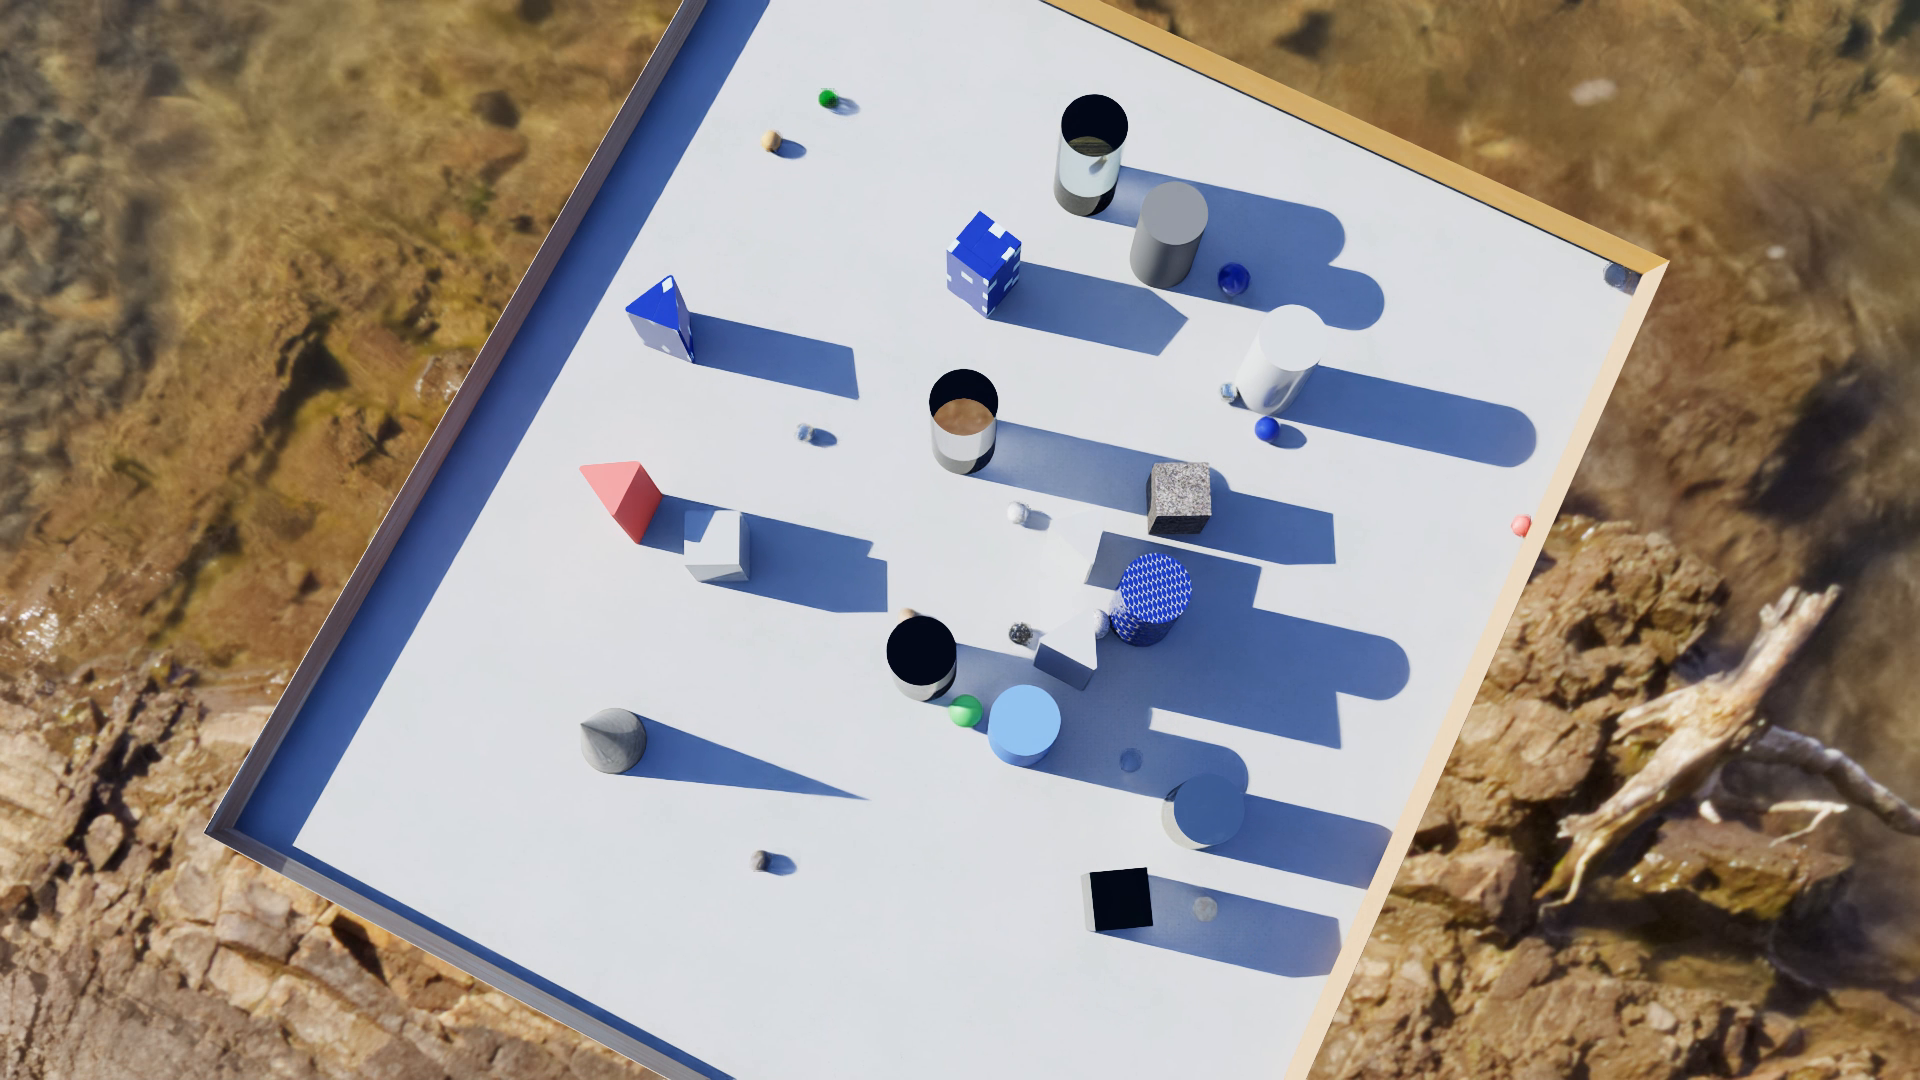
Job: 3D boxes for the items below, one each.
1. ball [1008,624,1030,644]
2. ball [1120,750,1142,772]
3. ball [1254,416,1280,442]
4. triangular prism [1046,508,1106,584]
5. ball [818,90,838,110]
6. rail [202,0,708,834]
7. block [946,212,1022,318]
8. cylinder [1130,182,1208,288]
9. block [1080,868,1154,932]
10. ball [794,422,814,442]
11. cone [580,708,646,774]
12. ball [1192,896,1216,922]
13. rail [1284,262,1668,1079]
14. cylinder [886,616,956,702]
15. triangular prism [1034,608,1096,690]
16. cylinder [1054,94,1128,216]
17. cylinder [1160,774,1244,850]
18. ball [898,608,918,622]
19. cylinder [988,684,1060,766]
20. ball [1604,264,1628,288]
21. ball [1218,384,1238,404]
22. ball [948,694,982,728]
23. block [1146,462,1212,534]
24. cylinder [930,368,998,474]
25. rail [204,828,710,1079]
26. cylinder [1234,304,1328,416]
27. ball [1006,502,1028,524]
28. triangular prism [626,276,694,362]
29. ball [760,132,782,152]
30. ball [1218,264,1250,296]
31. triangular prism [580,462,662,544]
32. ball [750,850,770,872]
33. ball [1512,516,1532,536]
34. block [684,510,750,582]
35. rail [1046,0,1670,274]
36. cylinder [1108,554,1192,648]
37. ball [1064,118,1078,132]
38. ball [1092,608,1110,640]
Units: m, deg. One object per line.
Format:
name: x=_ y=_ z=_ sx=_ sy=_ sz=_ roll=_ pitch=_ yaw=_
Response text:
ball: x=0.179 y=0.284 z=5.525 sx=0.065 sy=0.065 sz=0.065 roll=0 pitch=78 yaw=0
ball: x=0.507 y=0.658 z=5.447 sx=0.066 sy=0.066 sz=0.066 roll=0 pitch=78 yaw=0
ball: x=0.945 y=-0.341 z=5.647 sx=0.079 sy=0.079 sz=0.079 roll=0 pitch=78 yaw=0
triangular prism: x=0.373 y=-0.010 z=5.458 sx=0.149 sy=0.315 sz=0.173 roll=-44 pitch=82 yaw=-8
ball: x=-0.423 y=-1.414 z=5.878 sx=0.061 sy=0.061 sz=0.061 roll=0 pitch=78 yaw=0
rail: x=-1.385 y=-0.671 z=5.688 sx=0.045 sy=0.129 sz=3.528 roll=26 pitch=80 yaw=5
block: x=0.071 y=-0.839 z=5.615 sx=0.159 sy=0.343 sz=0.159 roll=38 pitch=81 yaw=7
cylinder: x=0.636 y=-0.929 z=5.612 sx=0.199 sy=0.385 sz=0.199 roll=0 pitch=78 yaw=0
block: x=0.442 y=1.023 z=5.210 sx=0.159 sy=0.381 sz=0.159 roll=-5 pitch=78 yaw=-1
ball: x=-0.481 y=-0.333 z=5.655 sx=0.059 sy=0.059 sz=0.059 roll=0 pitch=78 yaw=0
cone: x=-1.038 y=0.552 z=5.249 sx=0.199 sy=0.497 sz=0.199 roll=0 pitch=78 yaw=0
ball: x=0.714 y=1.077 z=5.357 sx=0.073 sy=0.073 sz=0.073 roll=0 pitch=78 yaw=0
rail: x=1.385 y=0.685 z=5.408 sx=0.045 sy=0.129 sz=3.528 roll=26 pitch=80 yaw=5
cylinder: x=-0.109 y=0.351 z=5.352 sx=0.199 sy=0.376 sz=0.199 roll=0 pitch=78 yaw=0
triangular prism: x=0.331 y=0.301 z=5.304 sx=0.173 sy=0.490 sz=0.149 roll=27 pitch=80 yaw=5
cylinder: x=0.396 y=-1.174 z=5.623 sx=0.199 sy=0.464 sz=0.199 roll=0 pitch=78 yaw=0
cylinder: x=0.696 y=0.786 z=5.285 sx=0.199 sy=0.331 sz=0.199 roll=0 pitch=78 yaw=0
ball: x=-0.155 y=0.238 z=5.535 sx=0.063 sy=0.063 sz=0.063 roll=0 pitch=78 yaw=0
cylinder: x=0.182 y=0.542 z=5.315 sx=0.199 sy=0.371 sz=0.199 roll=0 pitch=78 yaw=0
ball: x=2.059 y=-0.830 z=5.752 sx=0.073 sy=0.073 sz=0.073 roll=0 pitch=78 yaw=0
ball: x=0.831 y=-0.455 z=5.679 sx=0.062 sy=0.062 sz=0.062 roll=0 pitch=78 yaw=0
ball: x=0.016 y=0.510 z=5.460 sx=0.099 sy=0.099 sz=0.099 roll=0 pitch=78 yaw=0
block: x=0.654 y=-0.123 z=5.507 sx=0.159 sy=0.265 sz=0.159 roll=-1 pitch=78 yaw=0
cylinder: x=0.011 y=-0.346 z=5.452 sx=0.199 sy=0.463 sz=0.199 roll=0 pitch=78 yaw=0
rail: x=-0.778 y=1.531 z=5.233 sx=3.144 sy=0.129 sz=0.045 roll=26 pitch=80 yaw=5
cylinder: x=0.956 y=-0.533 z=5.488 sx=0.199 sy=0.469 sz=0.199 roll=0 pitch=78 yaw=0
ball: x=0.175 y=-0.081 z=5.600 sx=0.065 sy=0.065 sz=0.065 roll=0 pitch=78 yaw=0
triangular prism: x=-0.884 y=-0.686 z=5.591 sx=0.173 sy=0.329 sz=0.149 roll=21 pitch=79 yaw=4
ball: x=-0.603 y=-1.271 z=5.846 sx=0.066 sy=0.066 sz=0.066 roll=0 pitch=78 yaw=0
ball: x=0.858 y=-0.815 z=5.734 sx=0.100 sy=0.100 sz=0.100 roll=0 pitch=78 yaw=0
triangular prism: x=-0.976 y=-0.140 z=5.434 sx=0.149 sy=0.414 sz=0.173 roll=-35 pitch=80 yaw=-7
ball: x=-0.588 y=0.943 z=5.390 sx=0.062 sy=0.062 sz=0.062 roll=0 pitch=78 yaw=0
ball: x=1.715 y=-0.043 z=5.593 sx=0.064 sy=0.064 sz=0.064 roll=0 pitch=78 yaw=0
block: x=-0.723 y=0.021 z=5.474 sx=0.159 sy=0.270 sz=0.159 roll=-1 pitch=78 yaw=0
rail: x=0.778 y=-1.517 z=5.864 sx=3.144 sy=0.129 sz=0.045 roll=26 pitch=80 yaw=5
cylinder: x=0.549 y=0.181 z=5.347 sx=0.199 sy=0.455 sz=0.199 roll=0 pitch=78 yaw=0
ball: x=0.356 y=-1.331 z=5.871 sx=0.042 sy=0.042 sz=0.042 roll=0 pitch=78 yaw=0
ball: x=0.407 y=0.253 z=5.517 sx=0.094 sy=0.094 sz=0.094 roll=0 pitch=78 yaw=0
